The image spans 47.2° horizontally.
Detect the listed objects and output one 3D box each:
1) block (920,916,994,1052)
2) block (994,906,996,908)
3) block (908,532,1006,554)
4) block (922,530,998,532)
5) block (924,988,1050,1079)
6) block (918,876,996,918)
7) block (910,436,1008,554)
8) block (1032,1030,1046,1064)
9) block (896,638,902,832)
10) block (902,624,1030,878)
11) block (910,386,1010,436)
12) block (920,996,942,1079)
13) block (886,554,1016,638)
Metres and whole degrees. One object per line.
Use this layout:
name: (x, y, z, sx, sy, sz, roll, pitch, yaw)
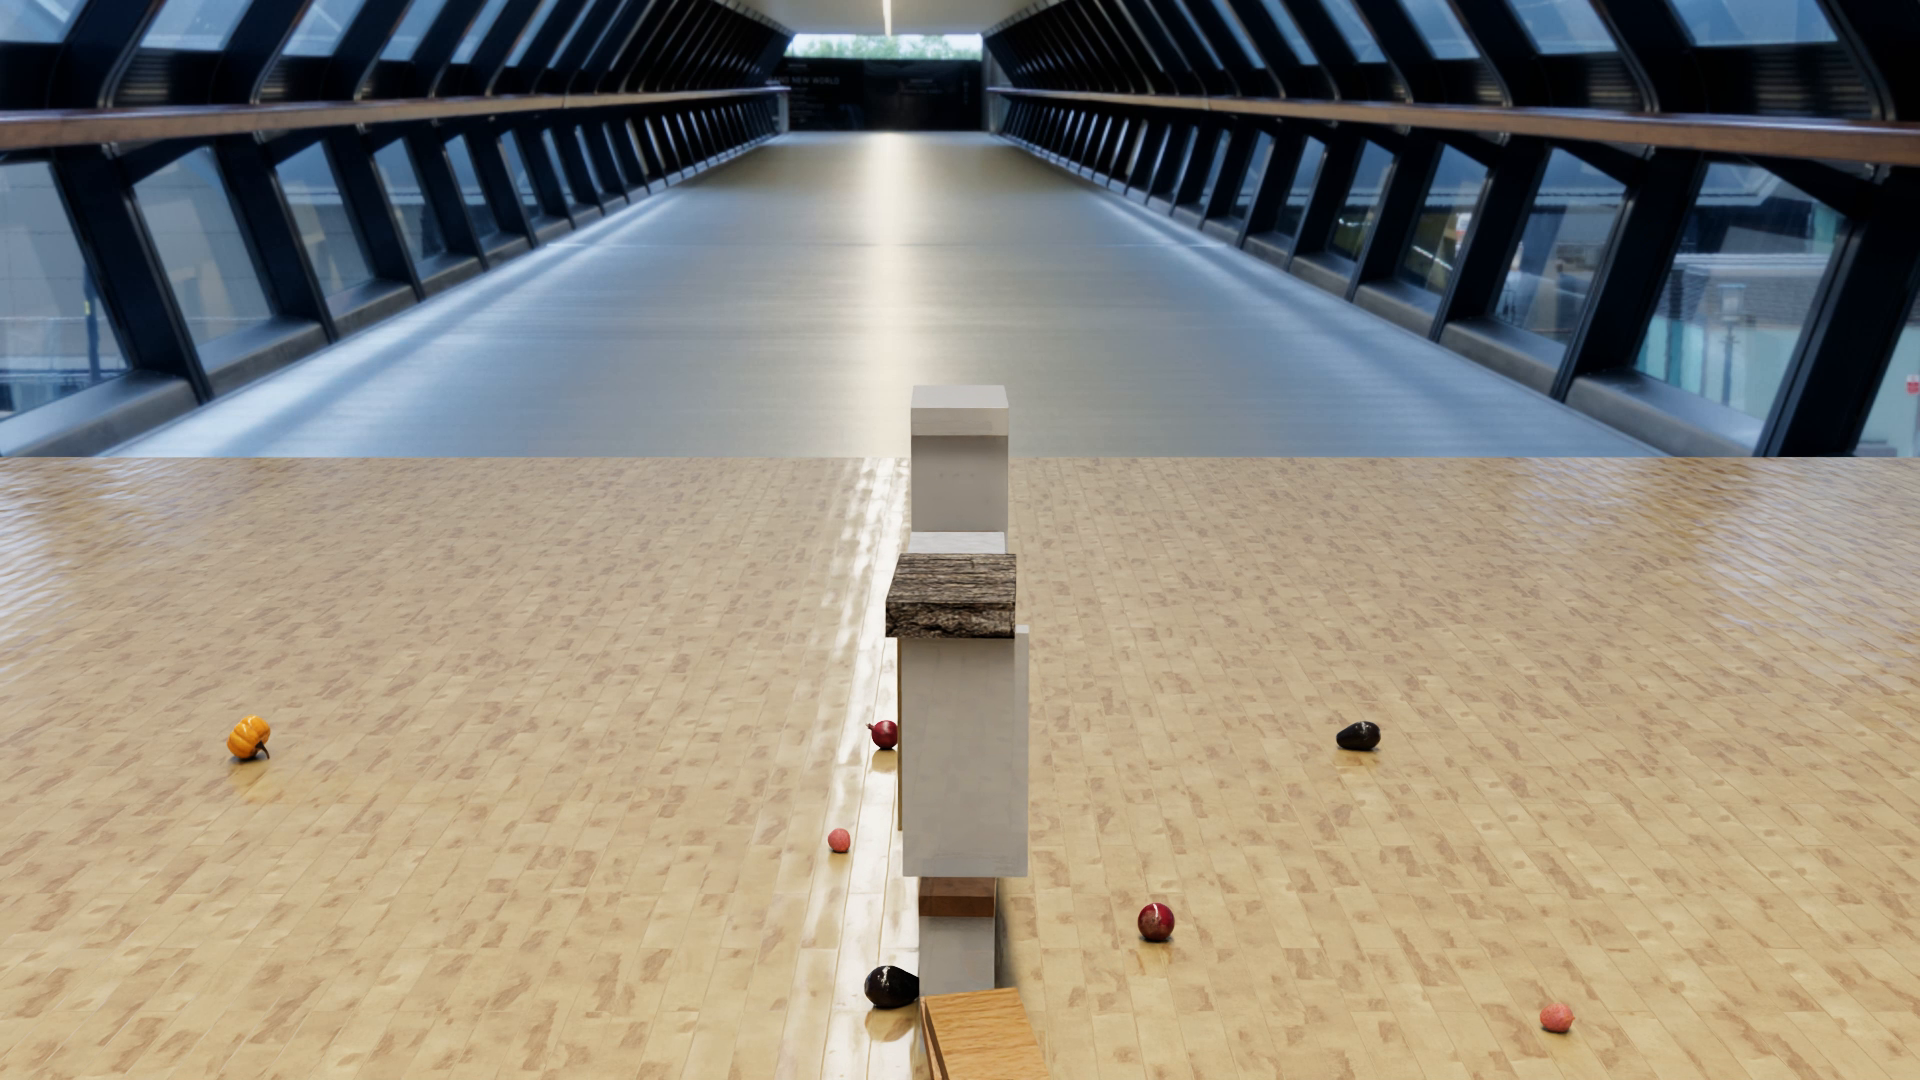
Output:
block: (-0.004, 0.604, 3.029, 0.103, 0.205, 0.029, 0, 11, 1)
block: (0.002, 0.488, 3.598, 0.113, 0.227, 0.032, 0, 11, 0)
block: (-0.005, 0.036, 3.450, 0.152, 0.043, 0.304, 0, 11, 1)
block: (0.001, 0.026, 3.741, 0.132, 0.037, 0.264, 0, 11, 0)
block: (0.034, 0.629, 2.688, 0.118, 0.034, 0.237, -4, 21, -9)
block: (-0.001, 0.477, 3.074, 0.103, 0.029, 0.205, 0, 11, 2)
block: (-0.001, -0.024, 3.930, 0.172, 0.344, 0.049, 0, 11, 0)
block: (0.045, 0.728, 2.615, 0.118, 0.034, 0.471, 0, 20, 1)
block: (-0.005, 0.254, 3.270, 0.174, 0.358, 0.049, 0, 11, 1)
block: (0.007, 0.292, 3.040, 0.174, 0.347, 0.049, 0, 11, 1)
block: (-0.001, -0.238, 4.007, 0.172, 0.049, 0.344, 0, 11, 0)
block: (0.021, 0.644, 2.744, 0.118, 0.034, 0.237, -3, 20, -6)
block: (-0.008, 0.076, 3.116, 0.174, 0.049, 0.347, 0, 11, 2)
